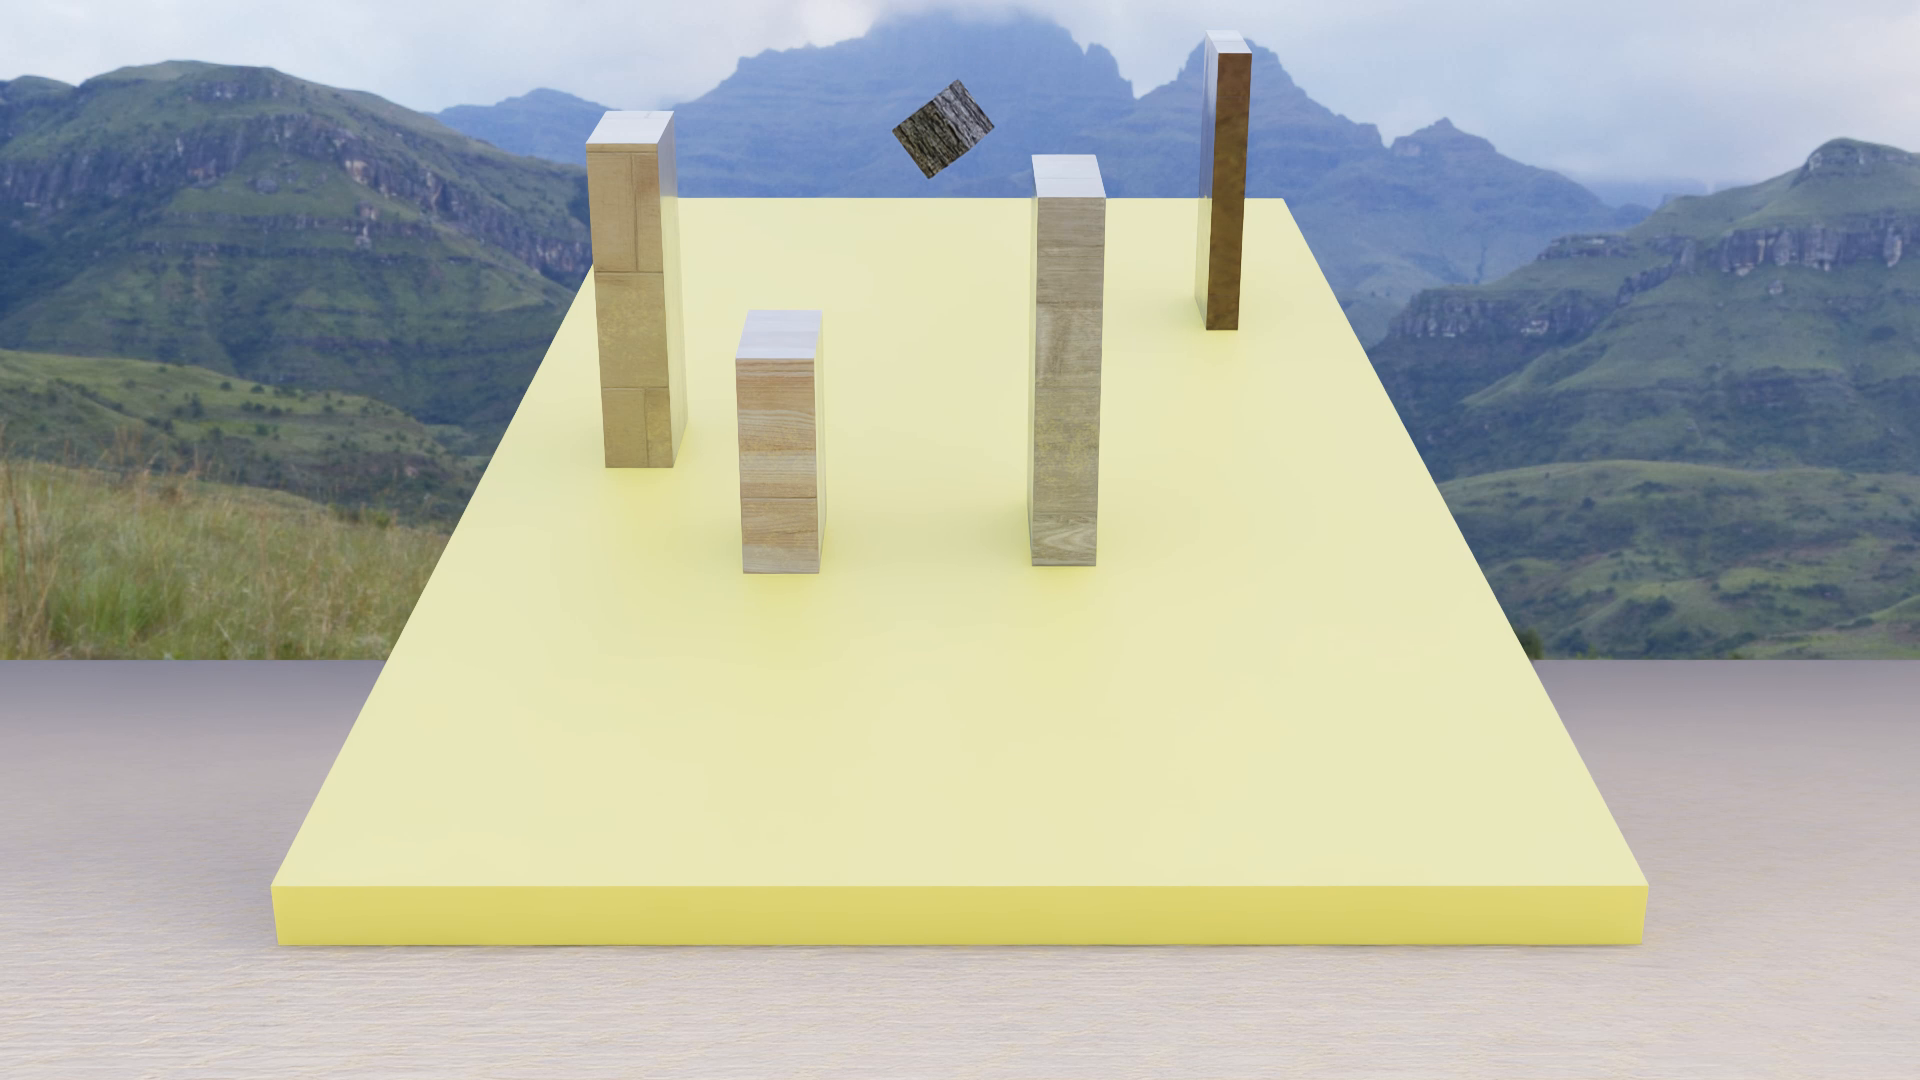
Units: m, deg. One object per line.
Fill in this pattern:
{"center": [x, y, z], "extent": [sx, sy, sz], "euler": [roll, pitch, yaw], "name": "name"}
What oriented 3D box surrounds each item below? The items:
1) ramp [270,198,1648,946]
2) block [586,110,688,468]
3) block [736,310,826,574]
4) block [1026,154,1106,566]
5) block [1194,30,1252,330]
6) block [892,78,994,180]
{"center": [-0.007, -0.224, 5.211], "extent": [2.000, 0.100, 4.000], "euler": [0, 23, 0], "name": "ramp"}
{"center": [-0.682, -0.534, 4.915], "extent": [0.144, 0.698, 0.304], "euler": [0, 23, 0], "name": "block"}
{"center": [-0.341, -0.193, 4.447], "extent": [0.145, 0.430, 0.303], "euler": [0, 23, 0], "name": "block"}
{"center": [0.200, -0.346, 4.438], "extent": [0.123, 0.723, 0.329], "euler": [0, 23, 0], "name": "block"}
{"center": [0.660, -0.907, 5.815], "extent": [0.081, 0.696, 0.301], "euler": [0, 23, 0], "name": "block"}
{"center": [-0.049, -1.220, 6.849], "extent": [0.181, 0.181, 0.181], "euler": [-30, 13, 39], "name": "block"}
